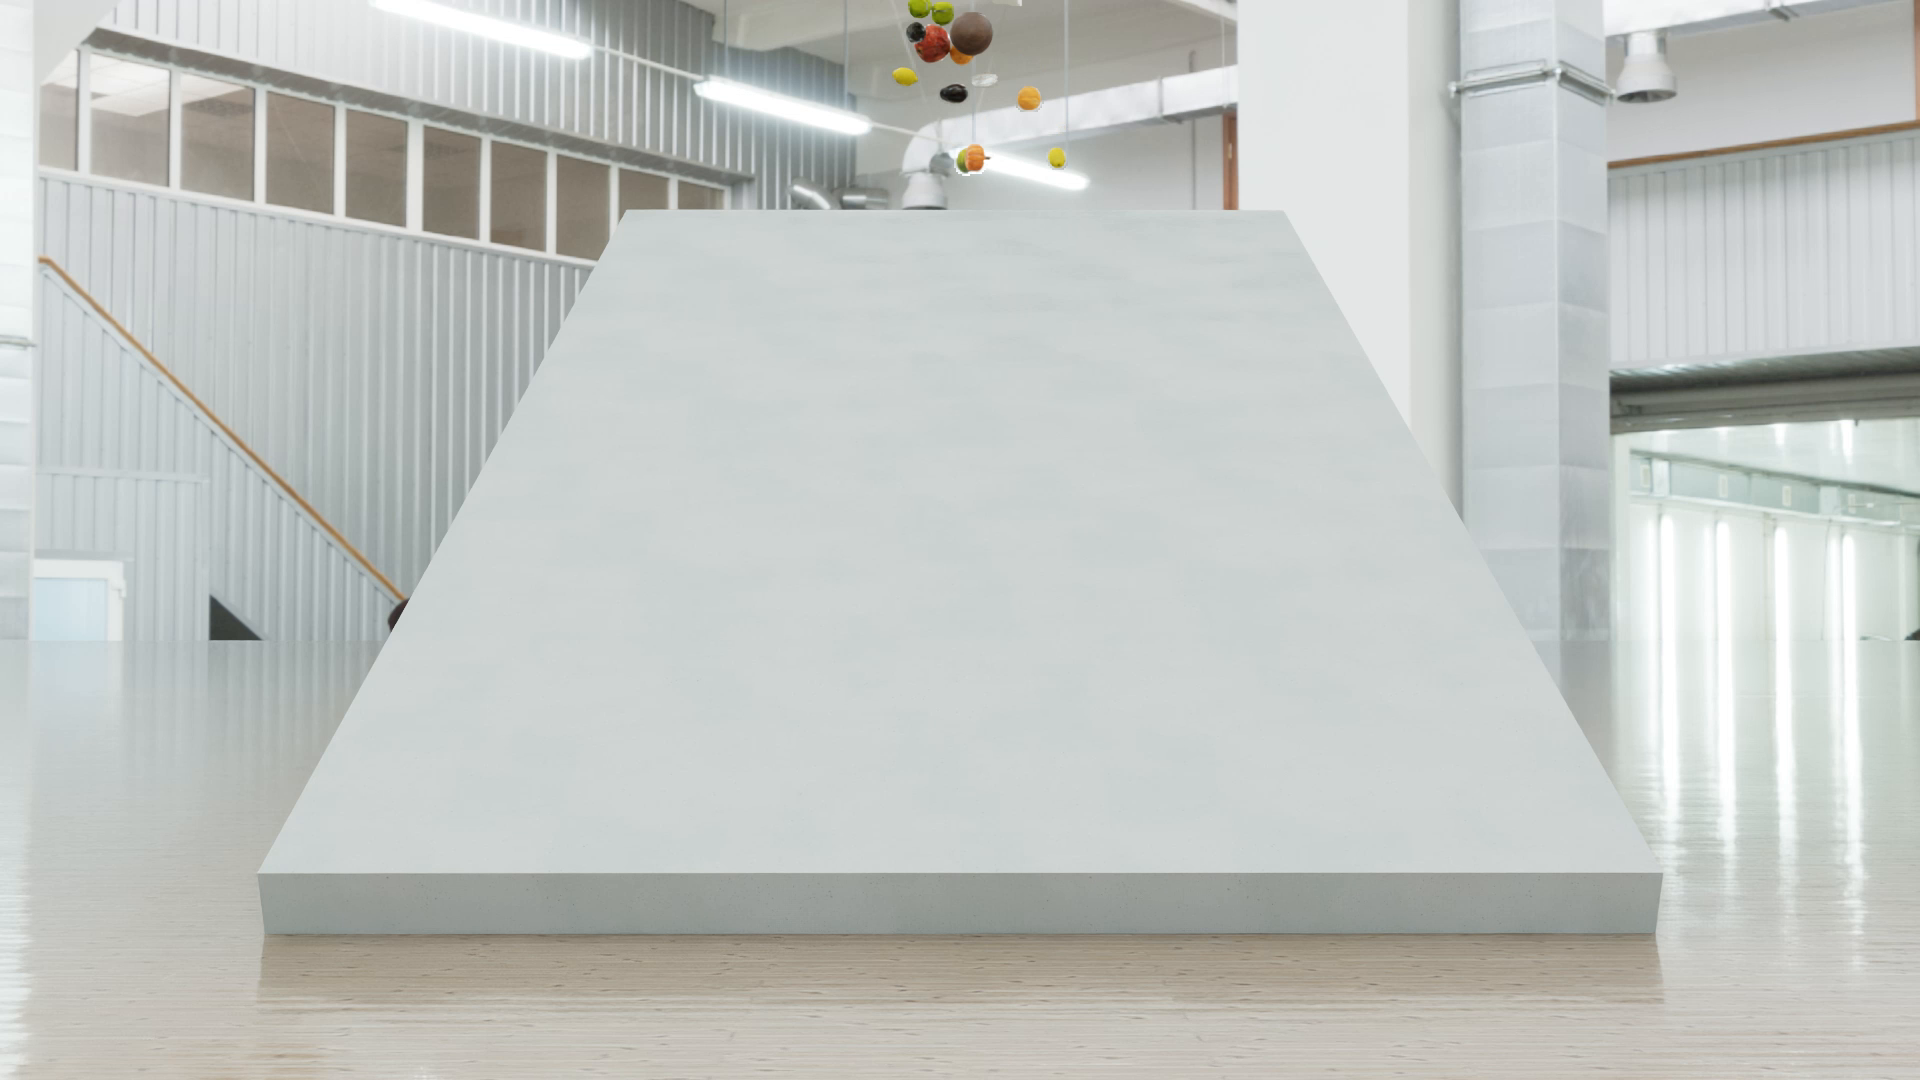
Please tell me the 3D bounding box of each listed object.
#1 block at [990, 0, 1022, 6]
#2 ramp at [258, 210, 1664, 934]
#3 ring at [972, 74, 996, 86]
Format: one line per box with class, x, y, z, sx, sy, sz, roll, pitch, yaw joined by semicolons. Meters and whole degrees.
block;0.133;-1.610;6.606;0.095;0.095;0.095;0;-45;-28
ramp;-0.006;-0.219;5.136;2.000;0.100;4.000;0;22;0
ring;0.074;-1.404;6.991;0.078;0.026;0.078;-4;27;2
